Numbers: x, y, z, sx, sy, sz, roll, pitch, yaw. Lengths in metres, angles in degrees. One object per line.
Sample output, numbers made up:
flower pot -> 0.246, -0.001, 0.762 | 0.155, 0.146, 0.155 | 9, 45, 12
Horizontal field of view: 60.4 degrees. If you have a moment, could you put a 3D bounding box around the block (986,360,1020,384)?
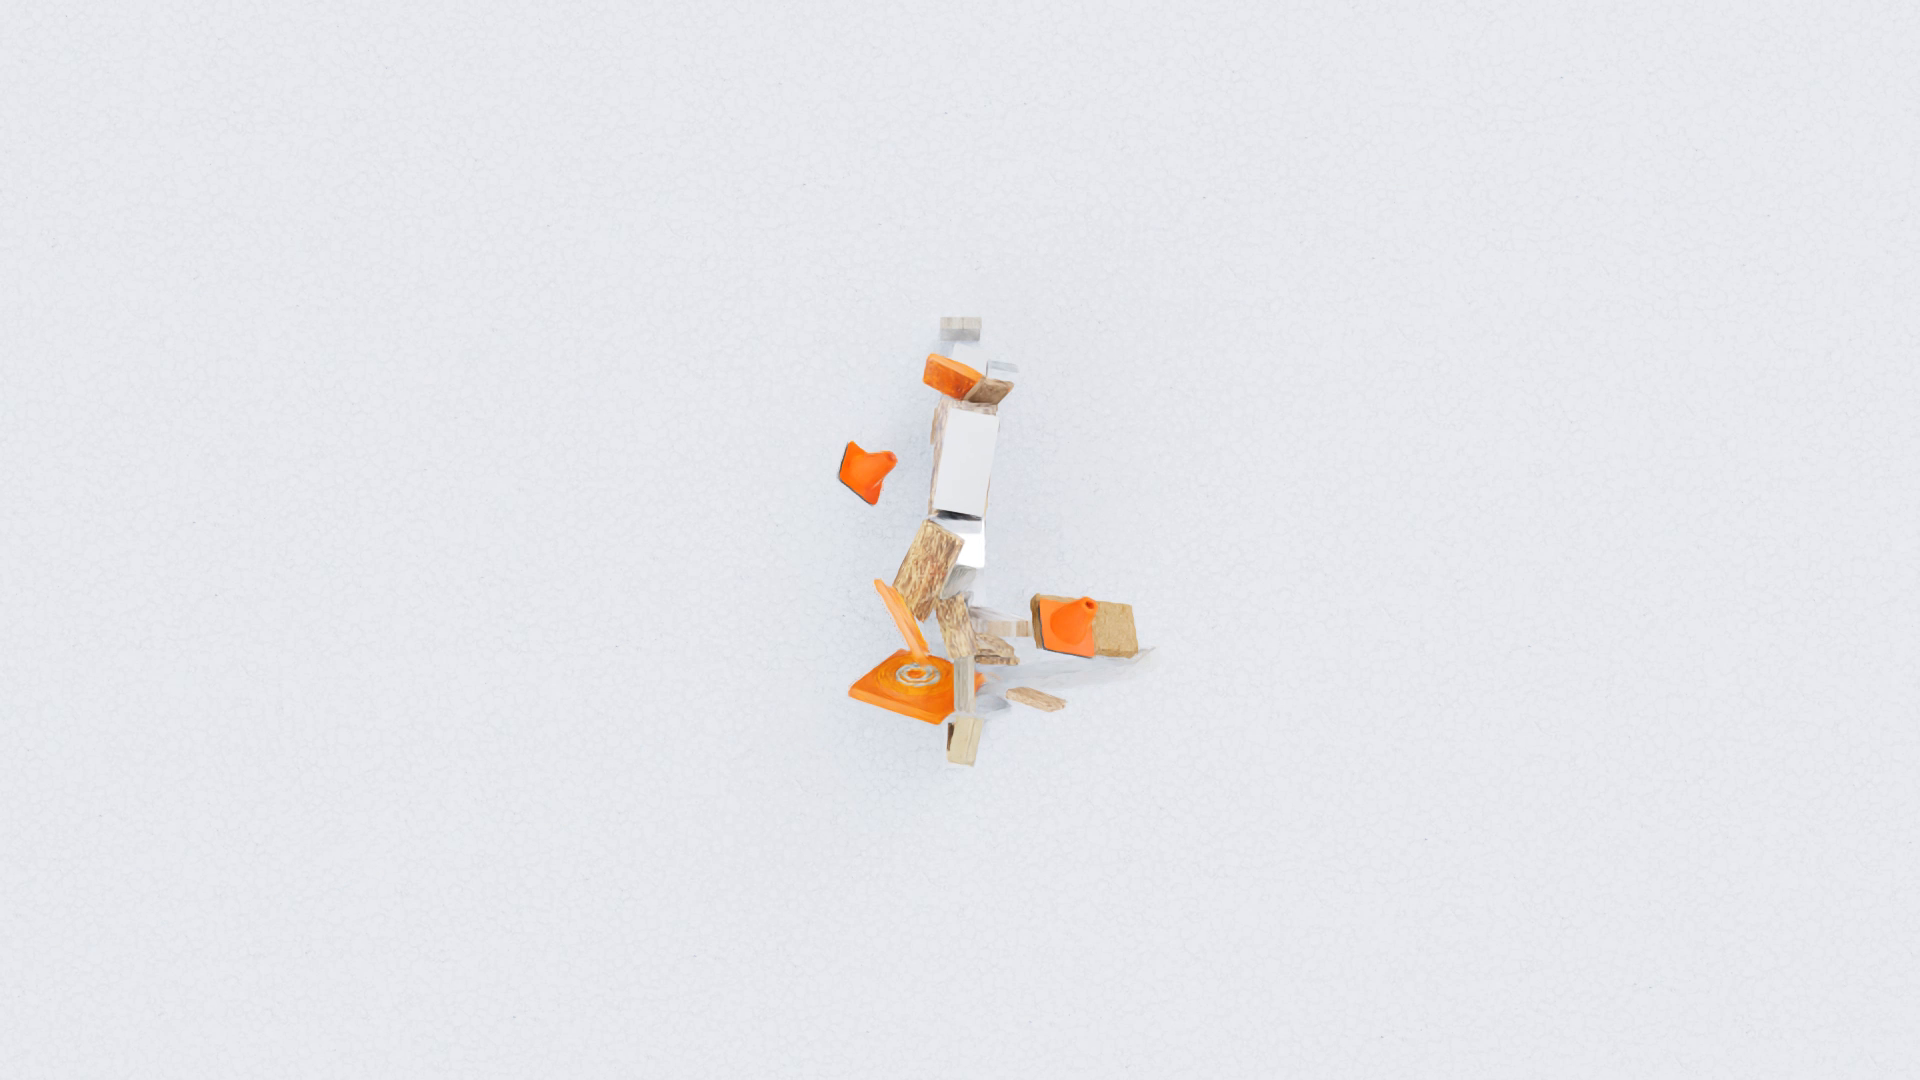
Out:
block -> 0.125, -0.491, 4.793 | 0.093, 0.186, 0.026 | 9, 104, -2

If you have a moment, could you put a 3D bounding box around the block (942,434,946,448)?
block -> 0.020, -0.292, 4.805 | 0.142, 0.283, 0.040 | -4, 95, 0

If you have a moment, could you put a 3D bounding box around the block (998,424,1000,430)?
block -> 0.054, -0.334, 4.852 | 0.093, 0.186, 0.026 | -5, 94, -10

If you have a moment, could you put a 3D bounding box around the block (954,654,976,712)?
block -> 0.013, 0.405, 4.696 | 0.023, 0.081, 0.161 | -2, 92, -28

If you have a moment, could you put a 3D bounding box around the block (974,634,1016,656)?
block -> 0.074, 0.301, 4.753 | 0.086, 0.172, 0.024 | 35, 108, 36

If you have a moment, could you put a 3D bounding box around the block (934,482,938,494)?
block -> -0.001, -0.137, 4.799 | 0.142, 0.284, 0.040 | 5, 95, -1

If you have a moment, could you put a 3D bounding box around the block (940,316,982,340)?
block -> 0.002, -0.686, 5.369 | 0.130, 0.260, 0.037 | 0, 88, 0

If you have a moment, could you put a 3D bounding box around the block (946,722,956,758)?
block -> 0.000, 0.599, 4.958 | 0.076, 0.588, 0.021 | 0, 91, 0

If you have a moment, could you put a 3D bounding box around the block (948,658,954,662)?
block -> 0.000, 0.315, 5.330 | 0.079, 0.022, 0.158 | 0, 90, 0

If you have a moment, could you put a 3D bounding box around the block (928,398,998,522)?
block -> 0.007, -0.240, 4.972 | 0.176, 0.050, 0.352 | 6, 88, -1

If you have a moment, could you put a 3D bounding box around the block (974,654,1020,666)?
block -> 0.087, 0.340, 4.824 | 0.161, 0.081, 0.023 | 6, 103, -35

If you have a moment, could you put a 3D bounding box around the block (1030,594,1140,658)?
block -> 0.372, 0.258, 4.932 | 0.322, 0.046, 0.161 | 7, 58, -23

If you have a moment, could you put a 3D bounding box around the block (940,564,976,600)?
block -> -0.053, 0.117, 4.721 | 0.128, 0.257, 0.036 | 4, 103, 18

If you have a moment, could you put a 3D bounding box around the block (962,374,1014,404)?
block -> 0.068, -0.426, 4.988 | 0.093, 0.442, 0.026 | 7, 80, -11

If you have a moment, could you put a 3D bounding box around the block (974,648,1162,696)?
block -> 0.322, 0.424, 5.239 | 0.639, 0.161, 0.046 | -11, 100, 37

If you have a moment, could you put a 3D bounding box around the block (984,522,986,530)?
block -> 0.005, -0.045, 5.043 | 0.140, 0.280, 0.040 | 6, 92, 0

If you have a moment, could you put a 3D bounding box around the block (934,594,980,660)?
block -> -0.012, 0.244, 4.638 | 0.086, 0.024, 0.172 | -15, 100, 6

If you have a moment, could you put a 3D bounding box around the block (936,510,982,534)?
block -> -0.001, -0.060, 4.733 | 0.128, 0.257, 0.036 | 3, 101, 0

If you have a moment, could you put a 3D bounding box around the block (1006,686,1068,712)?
block -> 0.222, 0.462, 4.784 | 0.161, 0.081, 0.023 | 16, 106, 39

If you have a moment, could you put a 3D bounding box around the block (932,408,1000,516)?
block -> 0.018, -0.217, 4.637 | 0.142, 0.040, 0.284 | 10, 89, 0

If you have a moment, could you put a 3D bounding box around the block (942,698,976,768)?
block -> -0.003, 0.617, 5.268 | 0.108, 0.031, 0.217 | 0, 90, 0

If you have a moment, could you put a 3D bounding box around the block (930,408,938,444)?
block -> 0.000, -0.338, 5.180 | 0.176, 0.352, 0.050 | 13, 83, -1

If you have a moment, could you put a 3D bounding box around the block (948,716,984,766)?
block -> 0.016, 0.569, 4.674 | 0.076, 0.021, 0.151 | 7, 47, 7

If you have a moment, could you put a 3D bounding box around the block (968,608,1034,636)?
block -> 0.082, 0.247, 5.010 | 0.161, 0.322, 0.046 | 1, 95, -26

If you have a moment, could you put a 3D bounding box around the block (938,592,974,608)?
block -> -0.011, 0.172, 4.749 | 0.086, 0.220, 0.024 | -1, 94, 3

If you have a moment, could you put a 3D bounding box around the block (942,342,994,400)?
block -> 0.018, -0.491, 5.258 | 0.130, 0.037, 0.260 | 14, 71, -3

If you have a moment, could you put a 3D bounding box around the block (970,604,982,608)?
block -> 0.002, 0.092, 5.203 | 0.139, 0.039, 0.277 | 0, 90, 0

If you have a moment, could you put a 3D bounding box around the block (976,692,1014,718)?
block -> 0.086, 0.486, 4.839 | 0.076, 0.151, 0.021 | 34, 109, 27

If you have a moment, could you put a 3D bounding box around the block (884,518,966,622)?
block -> -0.096, 0.084, 4.577 | 0.128, 0.036, 0.257 | 30, 103, 14

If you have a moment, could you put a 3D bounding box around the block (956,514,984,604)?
block -> 0.002, 0.049, 4.882 | 0.140, 0.040, 0.280 | 1, 90, 0

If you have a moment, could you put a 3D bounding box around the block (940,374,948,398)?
block -> 0.002, -0.459, 5.373 | 0.130, 0.260, 0.037 | 13, 118, -4
